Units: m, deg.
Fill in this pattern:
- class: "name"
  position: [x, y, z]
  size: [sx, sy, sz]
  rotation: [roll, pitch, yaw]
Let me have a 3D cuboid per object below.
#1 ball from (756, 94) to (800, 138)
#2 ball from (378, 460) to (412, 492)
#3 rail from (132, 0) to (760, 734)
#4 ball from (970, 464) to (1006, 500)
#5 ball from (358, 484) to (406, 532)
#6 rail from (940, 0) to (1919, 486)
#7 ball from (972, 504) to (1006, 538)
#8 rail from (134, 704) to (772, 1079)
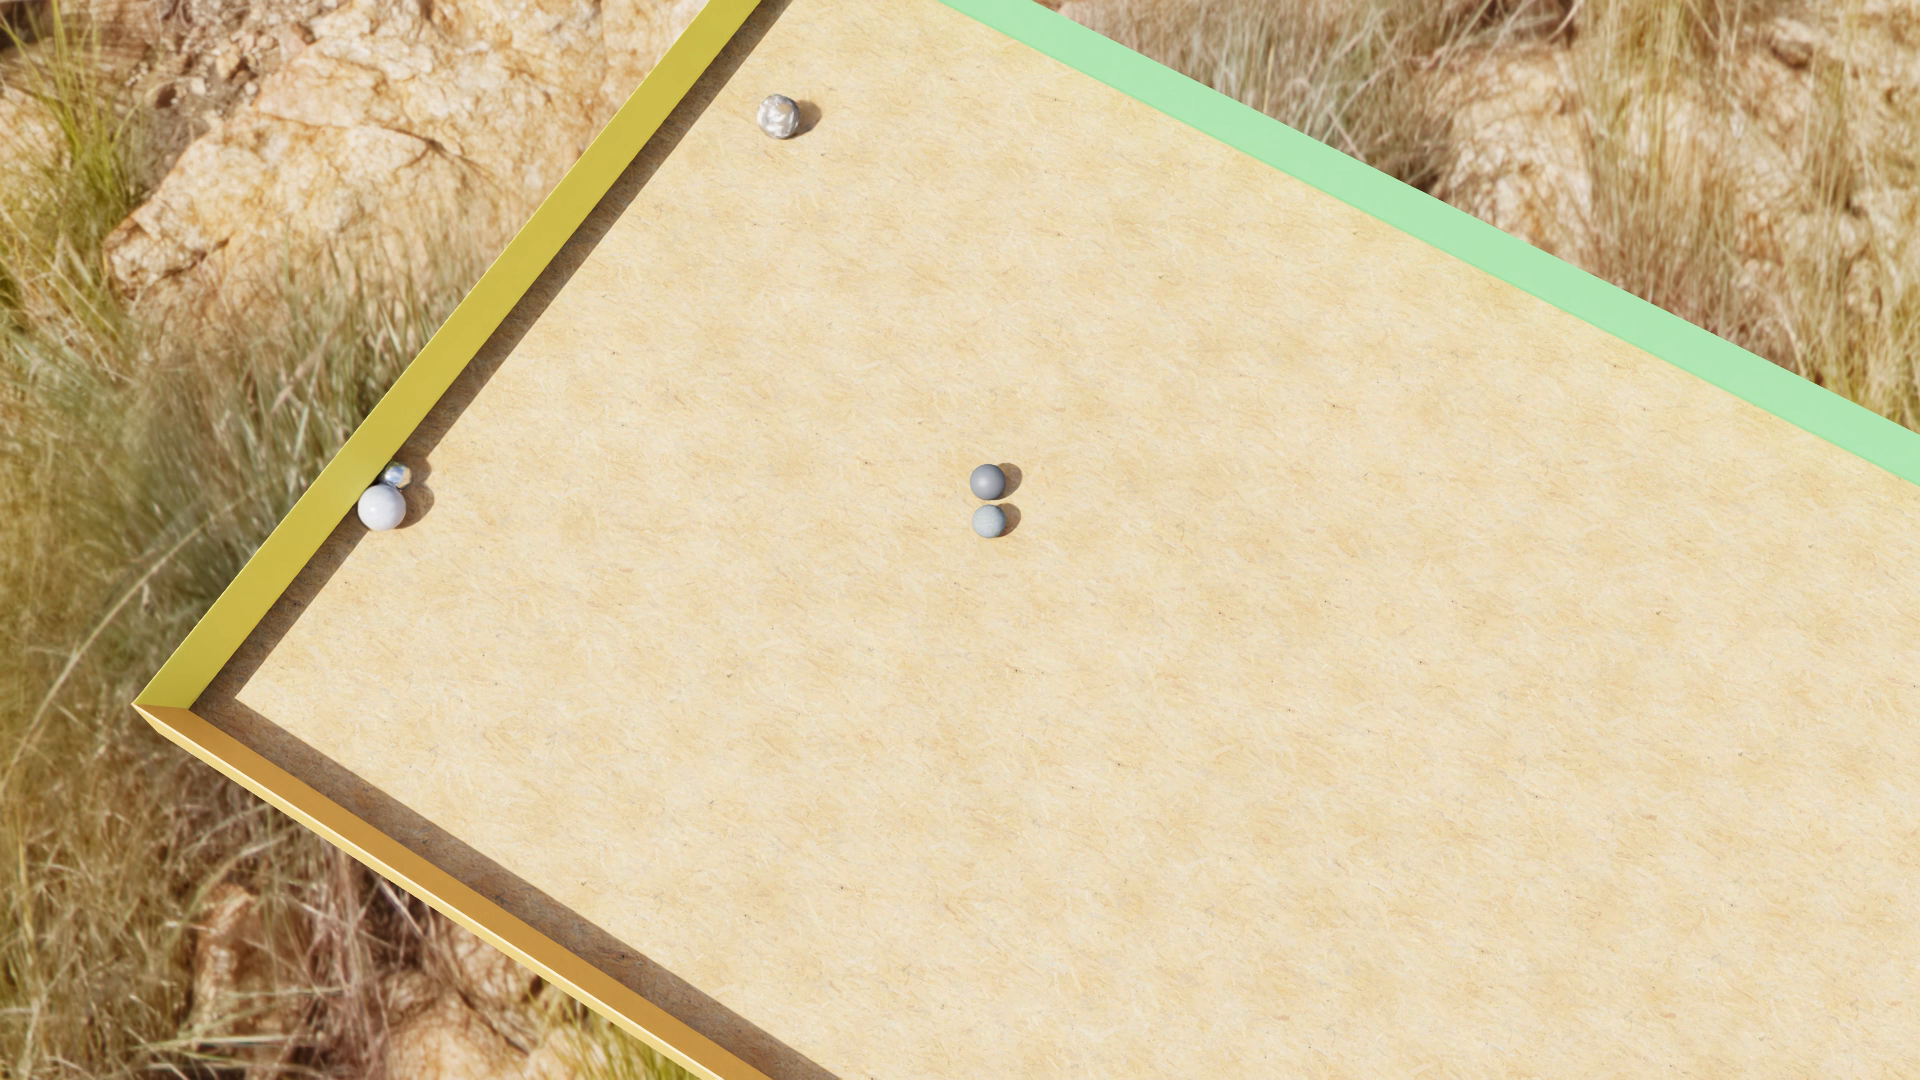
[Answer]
- class: "ball"
  position: [-0.323, -0.752, 3.905]
  size: [0.077, 0.077, 0.077]
  rotation: [0, 65, 0]
- class: "ball"
  position: [-0.930, -0.105, 3.619]
  size: [0.054, 0.054, 0.054]
  rotation: [0, 65, 0]
- class: "rail"
  position: [-0.756, -0.434, 3.731]
  size: [0.045, 0.124, 1.862]
  rotation: [29, 69, 13]
- class: "ball"
  position: [0.046, -0.095, 3.610]
  size: [0.061, 0.061, 0.061]
  rotation: [0, 65, 0]
- class: "ball"
  position: [-0.942, -0.052, 3.582]
  size: [0.076, 0.076, 0.076]
  rotation: [0, 65, 0]
- class: "rail"
  position: [1.250, -0.284, 3.662]
  size: [3.639, 0.124, 0.045]
  rotation: [29, 69, 13]
- class: "ball"
  position: [0.048, -0.030, 3.584]
  size: [0.056, 0.056, 0.056]
  rotation: [0, 65, 0]
- class: "rail"
  position: [0.302, 1.121, 3.014]
  size: [3.639, 0.124, 0.045]
  rotation: [29, 69, 13]
